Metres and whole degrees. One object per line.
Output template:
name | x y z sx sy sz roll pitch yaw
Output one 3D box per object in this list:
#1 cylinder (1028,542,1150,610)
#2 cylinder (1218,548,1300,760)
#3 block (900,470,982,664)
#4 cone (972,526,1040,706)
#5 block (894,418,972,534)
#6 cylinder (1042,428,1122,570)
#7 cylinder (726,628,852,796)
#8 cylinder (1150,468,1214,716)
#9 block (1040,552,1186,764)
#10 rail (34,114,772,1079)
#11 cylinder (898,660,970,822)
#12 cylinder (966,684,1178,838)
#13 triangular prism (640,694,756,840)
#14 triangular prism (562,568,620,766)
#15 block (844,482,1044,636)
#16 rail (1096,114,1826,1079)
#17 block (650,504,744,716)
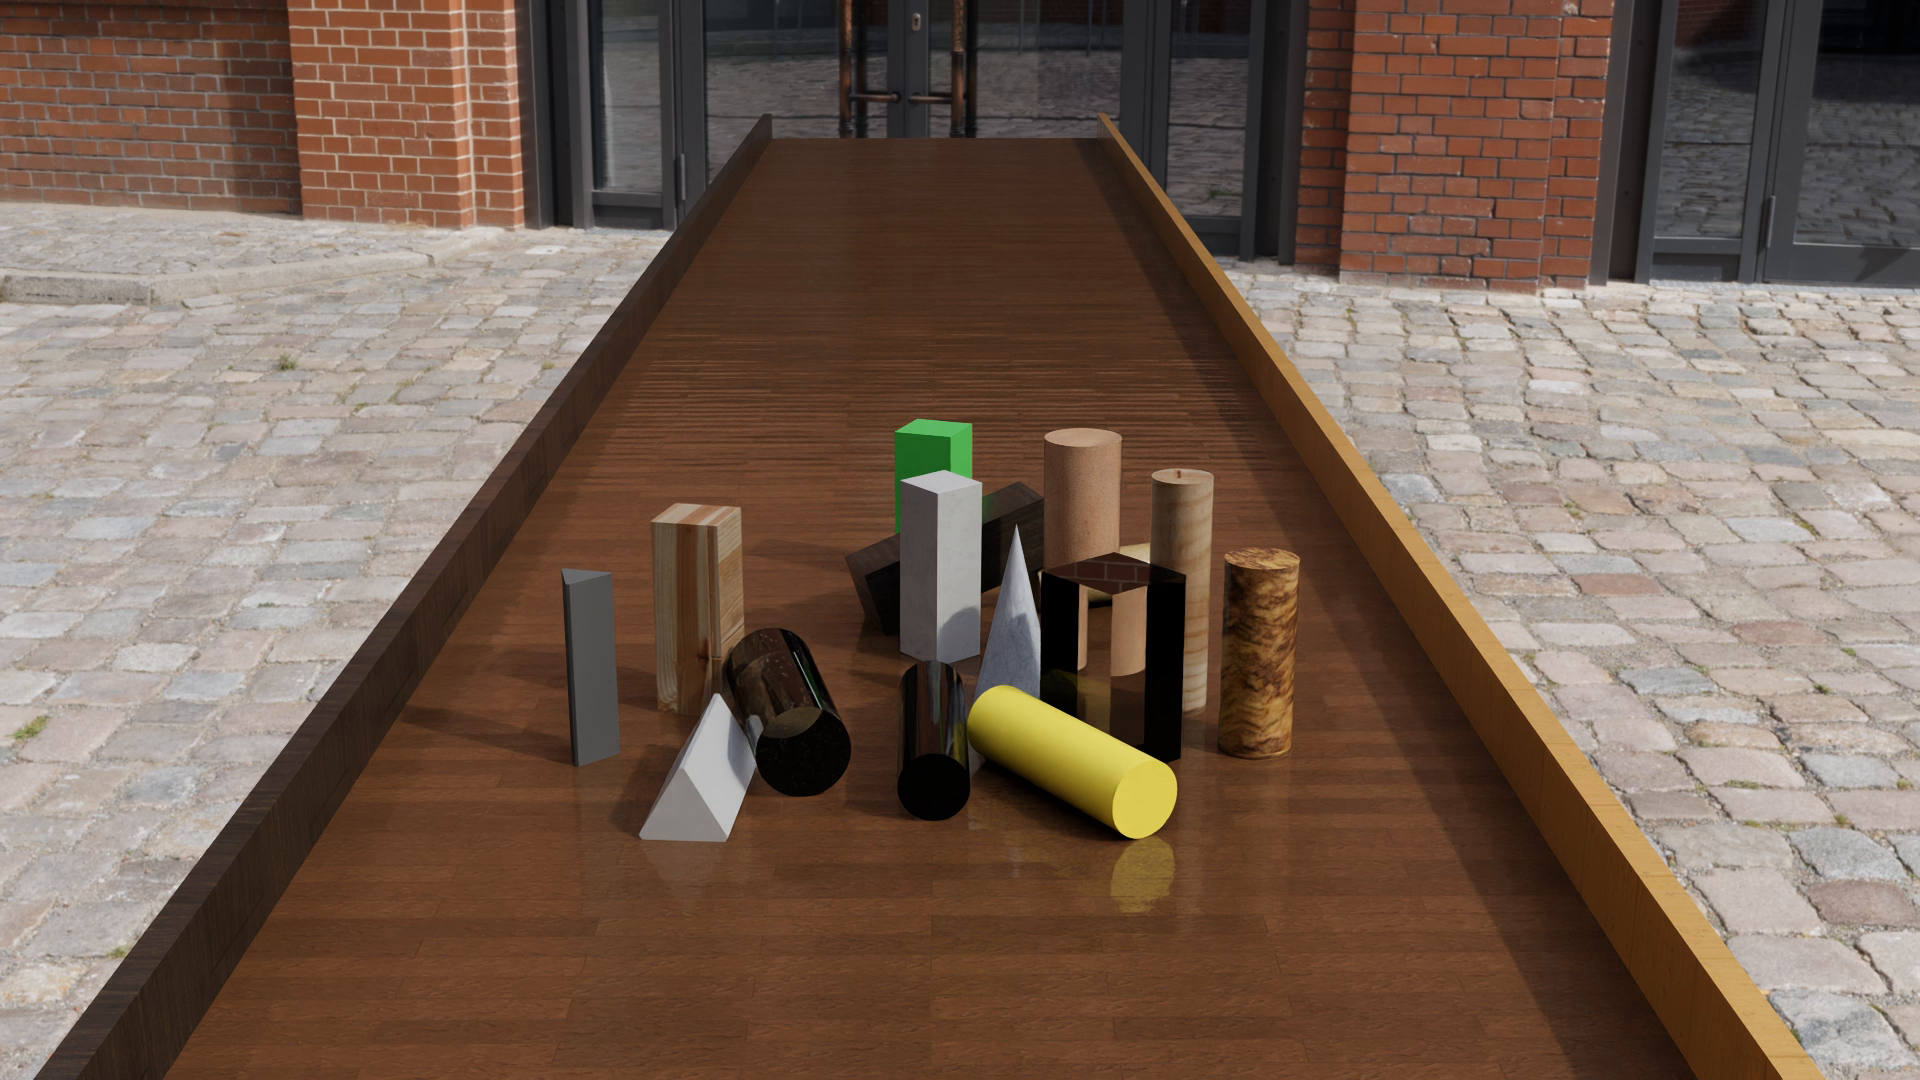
cylinder | 0.288 0.078 4.766 0.307 0.113 0.113 -7 18 -23
cylinder | 0.532 0.203 3.921 0.132 0.356 0.132 0 17 0
block | -0.039 0.056 4.392 0.114 0.362 0.114 -15 24 -39
cone | 0.104 0.142 4.115 0.164 0.361 0.164 0 17 0
block | -0.058 -0.082 4.897 0.132 0.345 0.132 6 18 20
cylinder | 0.243 0.013 4.397 0.153 0.449 0.153 0 17 0
cylinder | -0.311 0.301 3.927 0.164 0.164 0.422 -4 17 -12
cylinder | 0.410 0.099 4.105 0.114 0.450 0.114 0 17 0
block | 0.267 0.222 3.879 0.178 0.343 0.178 -14 21 -38
rail | -1.118 -0.838 7.780 0.050 0.150 12.000 0 17 -1
cylinder | -0.048 0.345 3.856 0.121 0.121 0.454 0 17 -1
cylinder | 0.184 0.372 3.742 0.134 0.134 0.421 -11 20 -32
triangular prism | -0.439 0.378 3.726 0.144 0.124 0.343 1 17 3
triangular prism | -0.671 0.221 3.892 0.094 0.338 0.082 -16 23 -42
block | -0.013 0.036 4.639 0.415 0.143 0.143 -24 22 -12
rail | 0.932 -0.844 7.801 0.050 0.150 12.000 0 17 -1
block | -0.490 0.132 4.129 0.130 0.374 0.130 4 17 13
